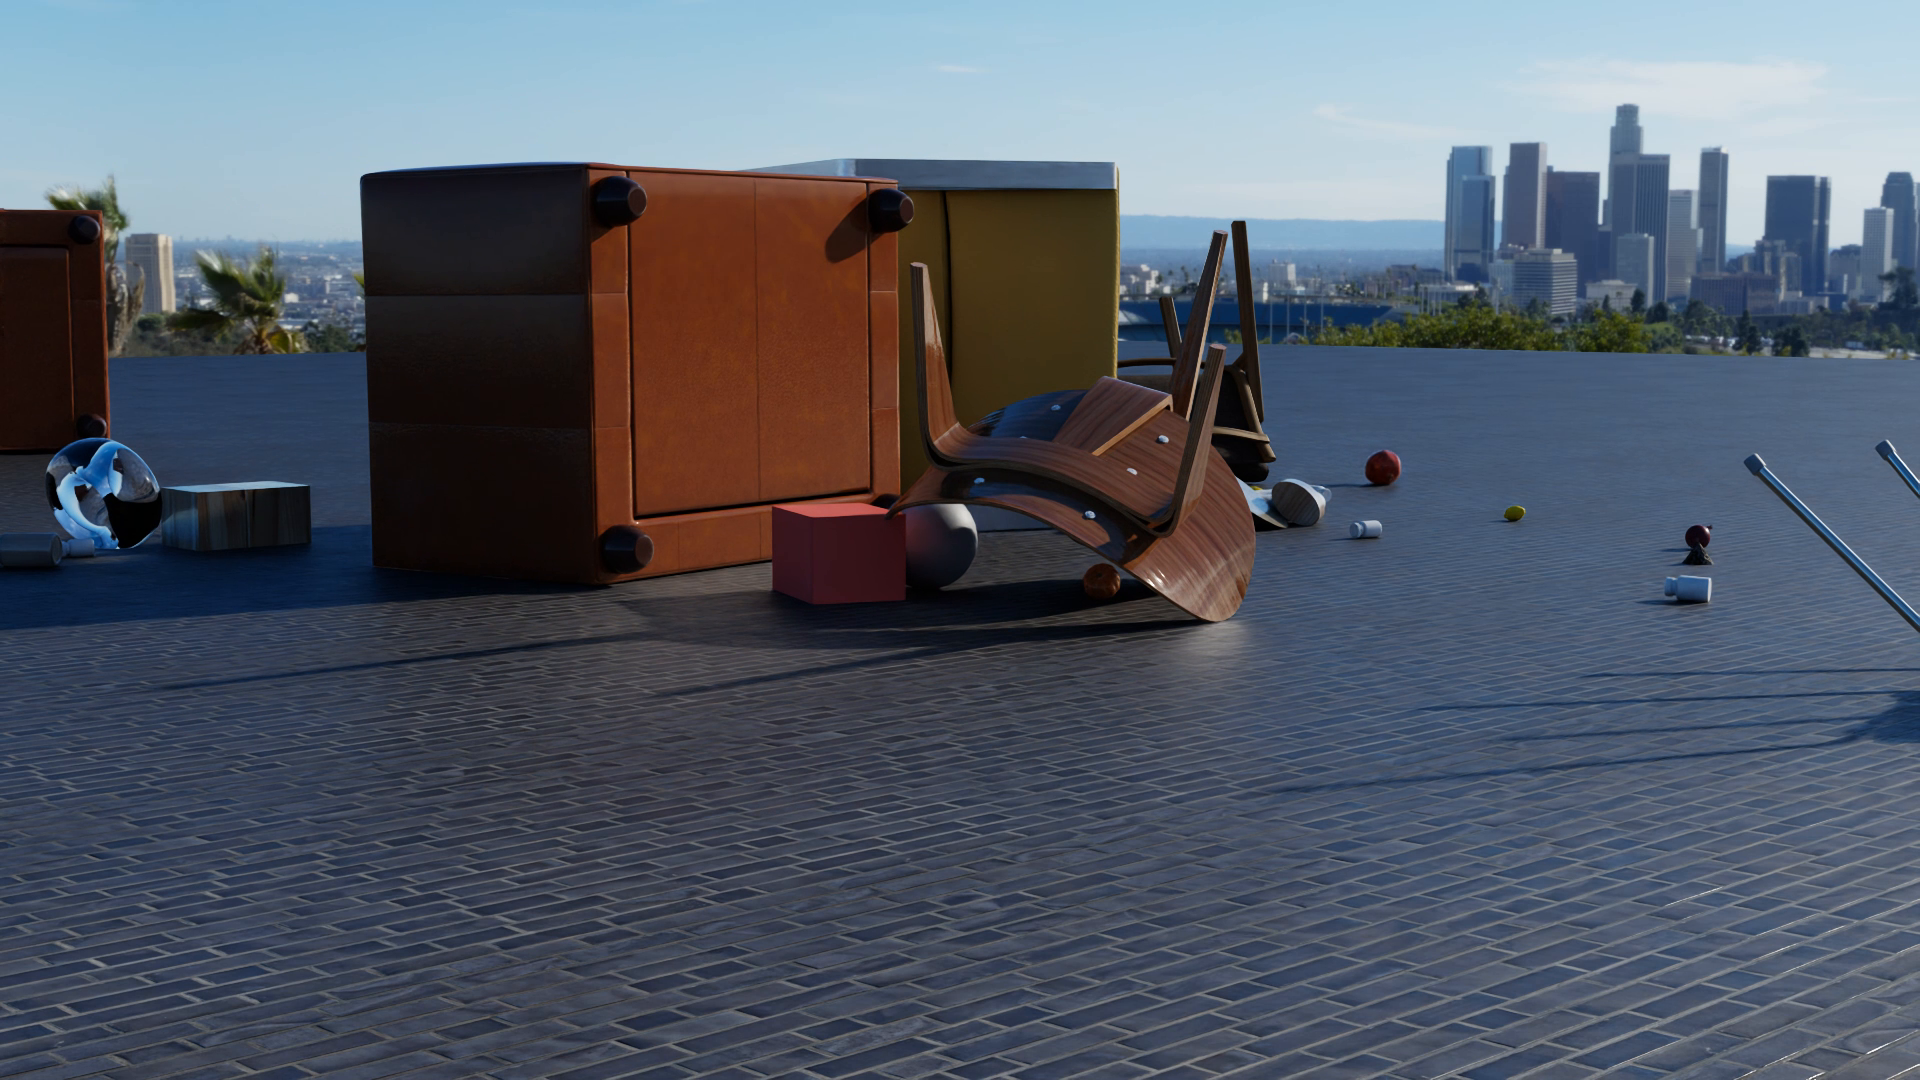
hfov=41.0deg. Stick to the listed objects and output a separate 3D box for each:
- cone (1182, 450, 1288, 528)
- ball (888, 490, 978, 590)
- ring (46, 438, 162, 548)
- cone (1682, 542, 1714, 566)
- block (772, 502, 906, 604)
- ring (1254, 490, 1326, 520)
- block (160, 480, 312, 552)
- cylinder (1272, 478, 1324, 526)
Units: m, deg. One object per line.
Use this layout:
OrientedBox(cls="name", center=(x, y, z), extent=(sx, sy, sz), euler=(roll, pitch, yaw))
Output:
OrientedBox(cls="cone", center=(0.692, -0.088, 6.781), extent=(0.353, 0.121, 0.297), euler=(42, 16, 29))
OrientedBox(cls="ball", center=(-0.068, -0.001, 5.395), extent=(0.210, 0.210, 0.210), euler=(0, 6, 0))
OrientedBox(cls="ring", center=(-2.082, -0.110, 6.238), extent=(0.314, 0.280, 0.145), euler=(21, 33, 23))
OrientedBox(cls="cone", center=(1.696, 0.028, 5.892), extent=(0.067, 0.050, 0.076), euler=(-2, 6, -21))
OrientedBox(cls="block", center=(-0.253, 0.025, 5.308), extent=(0.199, 0.176, 0.276), euler=(-2, 6, -21))
OrientedBox(cls="ring", center=(0.845, -0.095, 6.994), extent=(0.358, 0.072, 0.218), euler=(-5, 7, -34))
OrientedBox(cls="block", center=(-1.782, -0.061, 6.319), extent=(0.298, 0.141, 0.195), euler=(-5, 8, -43))
OrientedBox(cls="cylinder", center=(0.900, -0.101, 6.829), extent=(0.147, 0.092, 0.094), euler=(40, 15, 9))
